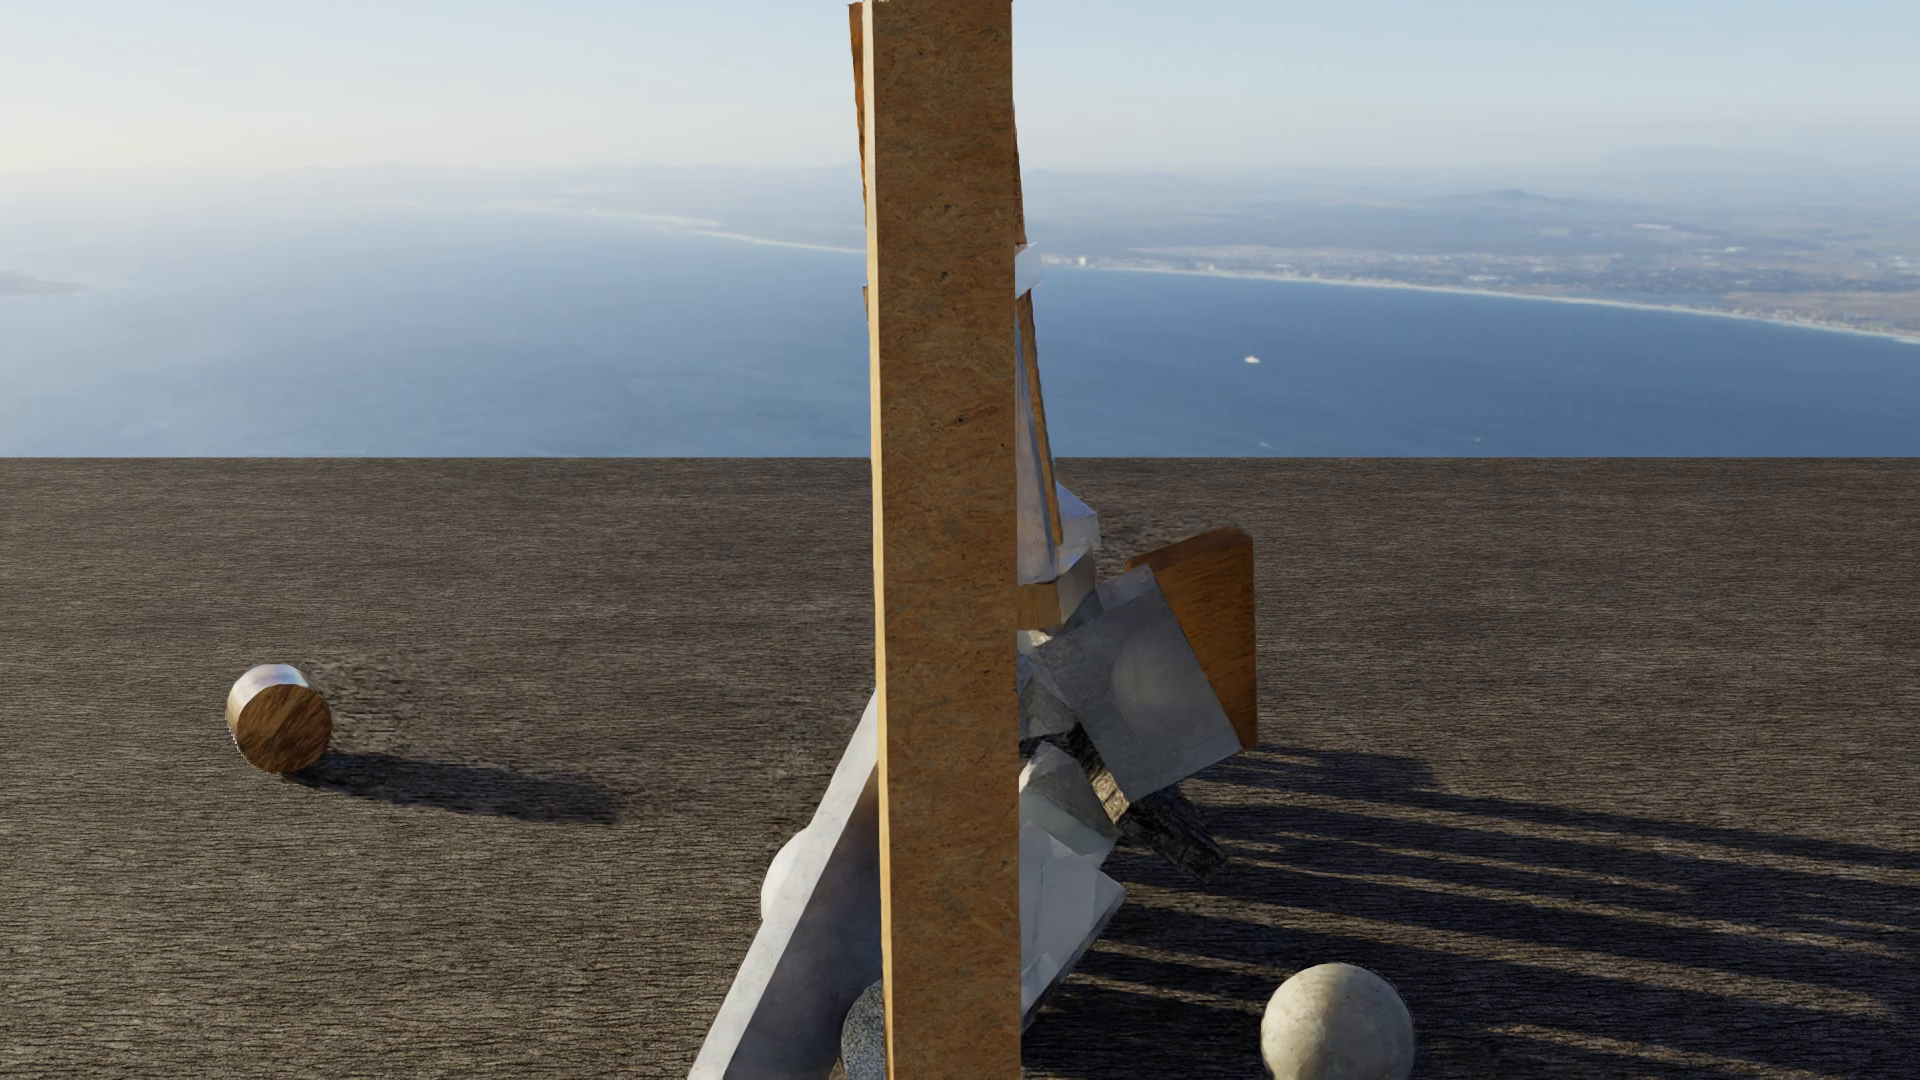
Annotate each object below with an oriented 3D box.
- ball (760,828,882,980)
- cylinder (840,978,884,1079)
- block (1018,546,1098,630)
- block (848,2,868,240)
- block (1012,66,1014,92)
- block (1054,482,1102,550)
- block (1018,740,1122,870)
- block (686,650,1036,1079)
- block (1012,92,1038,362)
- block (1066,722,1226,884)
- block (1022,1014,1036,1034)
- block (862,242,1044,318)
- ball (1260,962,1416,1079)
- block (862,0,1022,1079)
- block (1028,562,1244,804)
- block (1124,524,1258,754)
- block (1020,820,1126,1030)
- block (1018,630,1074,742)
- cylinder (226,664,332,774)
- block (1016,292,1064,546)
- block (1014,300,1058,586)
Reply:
[{"bbox_3d":[-0.164,0.526,3.182,0.249,0.249,0.249,0,11,0],"label":"ball"},{"bbox_3d":[-0.033,0.645,2.626,0.196,0.196,0.196,-3,47,4],"label":"cylinder"},{"bbox_3d":[0.058,0.063,2.653,0.172,0.049,0.344,-8,5,11],"label":"block"},{"bbox_3d":[-0.036,-0.453,2.445,0.147,0.294,0.042,-4,3,13],"label":"block"},{"bbox_3d":[0.000,-0.773,3.727,0.175,0.050,0.350,0,11,0],"label":"block"},{"bbox_3d":[0.060,-0.038,3.085,0.173,0.049,0.346,-14,19,-11],"label":"block"},{"bbox_3d":[0.106,0.482,3.244,0.166,0.331,0.047,35,-7,-12],"label":"block"},{"bbox_3d":[-0.140,0.435,2.552,0.172,0.722,0.049,11,20,-45],"label":"block"},{"bbox_3d":[-0.003,-0.439,2.842,0.166,0.502,0.047,-5,5,4],"label":"block"},{"bbox_3d":[0.264,0.371,3.185,0.166,0.047,0.331,34,8,-17],"label":"block"},{"bbox_3d":[0.017,0.625,3.095,0.141,0.141,0.141,4,11,21],"label":"block"},{"bbox_3d":[-0.002,-0.302,2.574,0.159,0.045,0.318,-8,11,11],"label":"block"},{"bbox_3d":[0.485,0.645,2.828,0.199,0.199,0.199,0,11,0],"label":"ball"},{"bbox_3d":[-0.014,0.105,2.368,0.147,1.428,0.042,-4,11,-16],"label":"block"},{"bbox_3d":[0.232,0.192,2.870,0.172,0.344,0.049,-26,41,5],"label":"block"},{"bbox_3d":[0.325,0.162,3.068,0.173,0.346,0.049,-18,33,-20],"label":"block"},{"bbox_3d":[0.058,0.557,2.974,0.166,0.331,0.047,34,-21,20],"label":"block"},{"bbox_3d":[0.049,0.130,3.225,0.173,0.347,0.049,-14,17,-10],"label":"block"},{"bbox_3d":[-1.369,0.356,4.419,0.182,0.182,0.182,-5,12,-24],"label":"cylinder"},{"bbox_3d":[0.024,-0.142,2.701,0.159,0.318,0.045,-8,6,9],"label":"block"},{"bbox_3d":[0.007,-0.102,2.499,0.159,0.318,0.045,-7,9,11],"label":"block"}]
